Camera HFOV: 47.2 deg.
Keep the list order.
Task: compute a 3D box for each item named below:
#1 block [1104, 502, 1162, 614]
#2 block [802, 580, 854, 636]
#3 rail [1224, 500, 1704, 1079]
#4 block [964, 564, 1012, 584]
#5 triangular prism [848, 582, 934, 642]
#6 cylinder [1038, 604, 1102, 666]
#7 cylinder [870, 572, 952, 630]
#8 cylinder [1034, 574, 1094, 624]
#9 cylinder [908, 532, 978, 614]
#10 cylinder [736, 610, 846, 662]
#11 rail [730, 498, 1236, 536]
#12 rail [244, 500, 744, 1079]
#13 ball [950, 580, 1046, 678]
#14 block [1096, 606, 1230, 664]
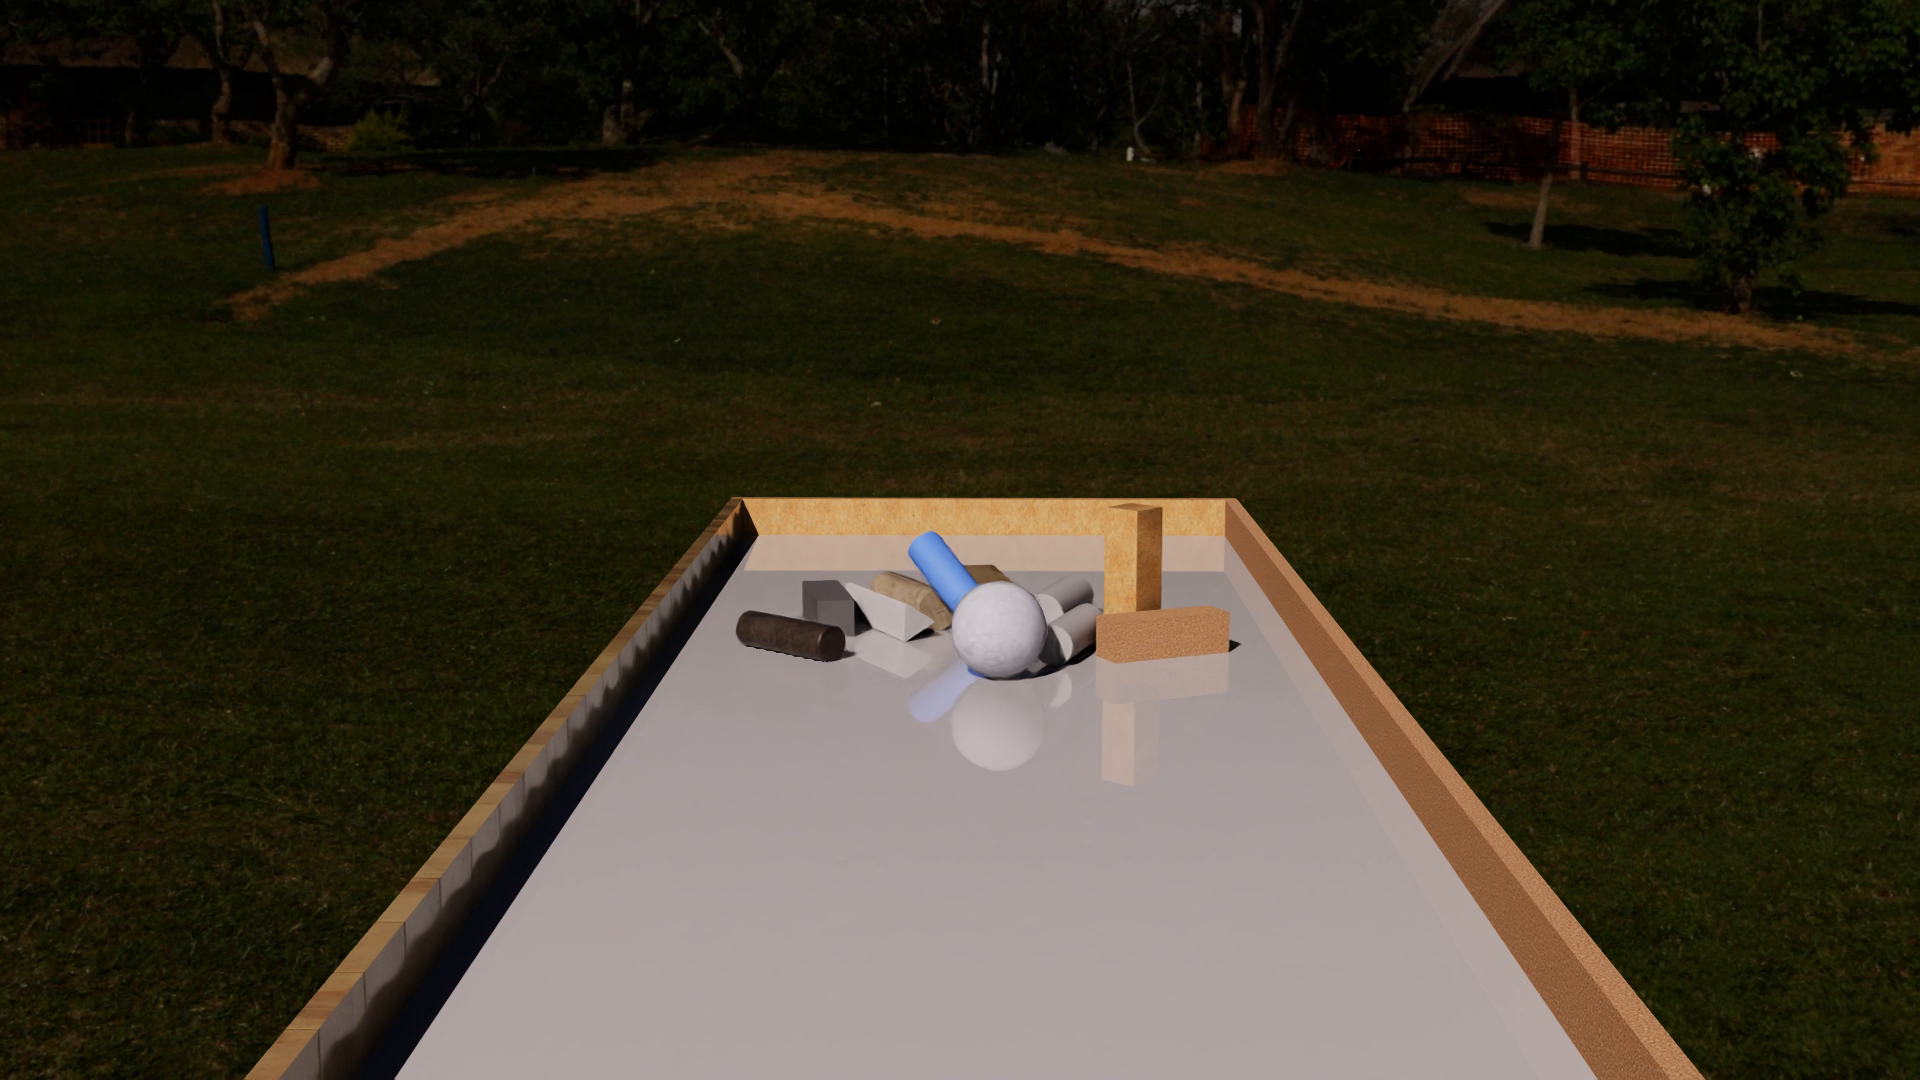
[{"bbox_3d":[0.542,0.113,6.897,0.128,0.438,0.128,8,12,42],"label":"block"},{"bbox_3d":[-0.434,0.223,7.216,0.120,0.120,0.373,-2,9,-11],"label":"block"},{"bbox_3d":[1.046,0.843,3.208,0.050,0.150,12.000,0,9,1],"label":"rail"},{"bbox_3d":[0.070,0.189,7.341,0.150,0.150,0.374,-2,9,-10],"label":"block"},{"bbox_3d":[-0.252,0.216,7.169,0.119,0.103,0.452,-33,21,-19],"label":"triangular prism"},{"bbox_3d":[0.340,0.289,6.786,0.125,0.125,0.375,3,10,19],"label":"cylinder"},{"bbox_3d":[-0.160,0.201,7.305,0.136,0.136,0.388,-5,10,-27],"label":"cylinder"},{"bbox_3d":[0.326,0.212,7.239,0.136,0.136,0.375,3,9,18],"label":"cylinder"},{"bbox_3d":[-0.016,0.146,7.069,0.121,0.121,0.398,-7,44,-37],"label":"cylinder"},{"bbox_3d":[-0.525,0.295,6.797,0.376,0.110,0.110,8,12,42],"label":"cylinder"},{"bbox_3d":[0.099,-0.098,9.147,2.100,0.150,0.050,0,9,1],"label":"rail"},{"bbox_3d":[-1.004,0.839,3.234,0.050,0.150,12.000,0,9,1],"label":"rail"},{"bbox_3d":[0.114,0.261,6.456,0.283,0.283,0.283,0,9,0],"label":"ball"},{"bbox_3d":[0.625,0.289,6.778,0.398,0.127,0.127,-4,10,-24],"label":"block"}]
